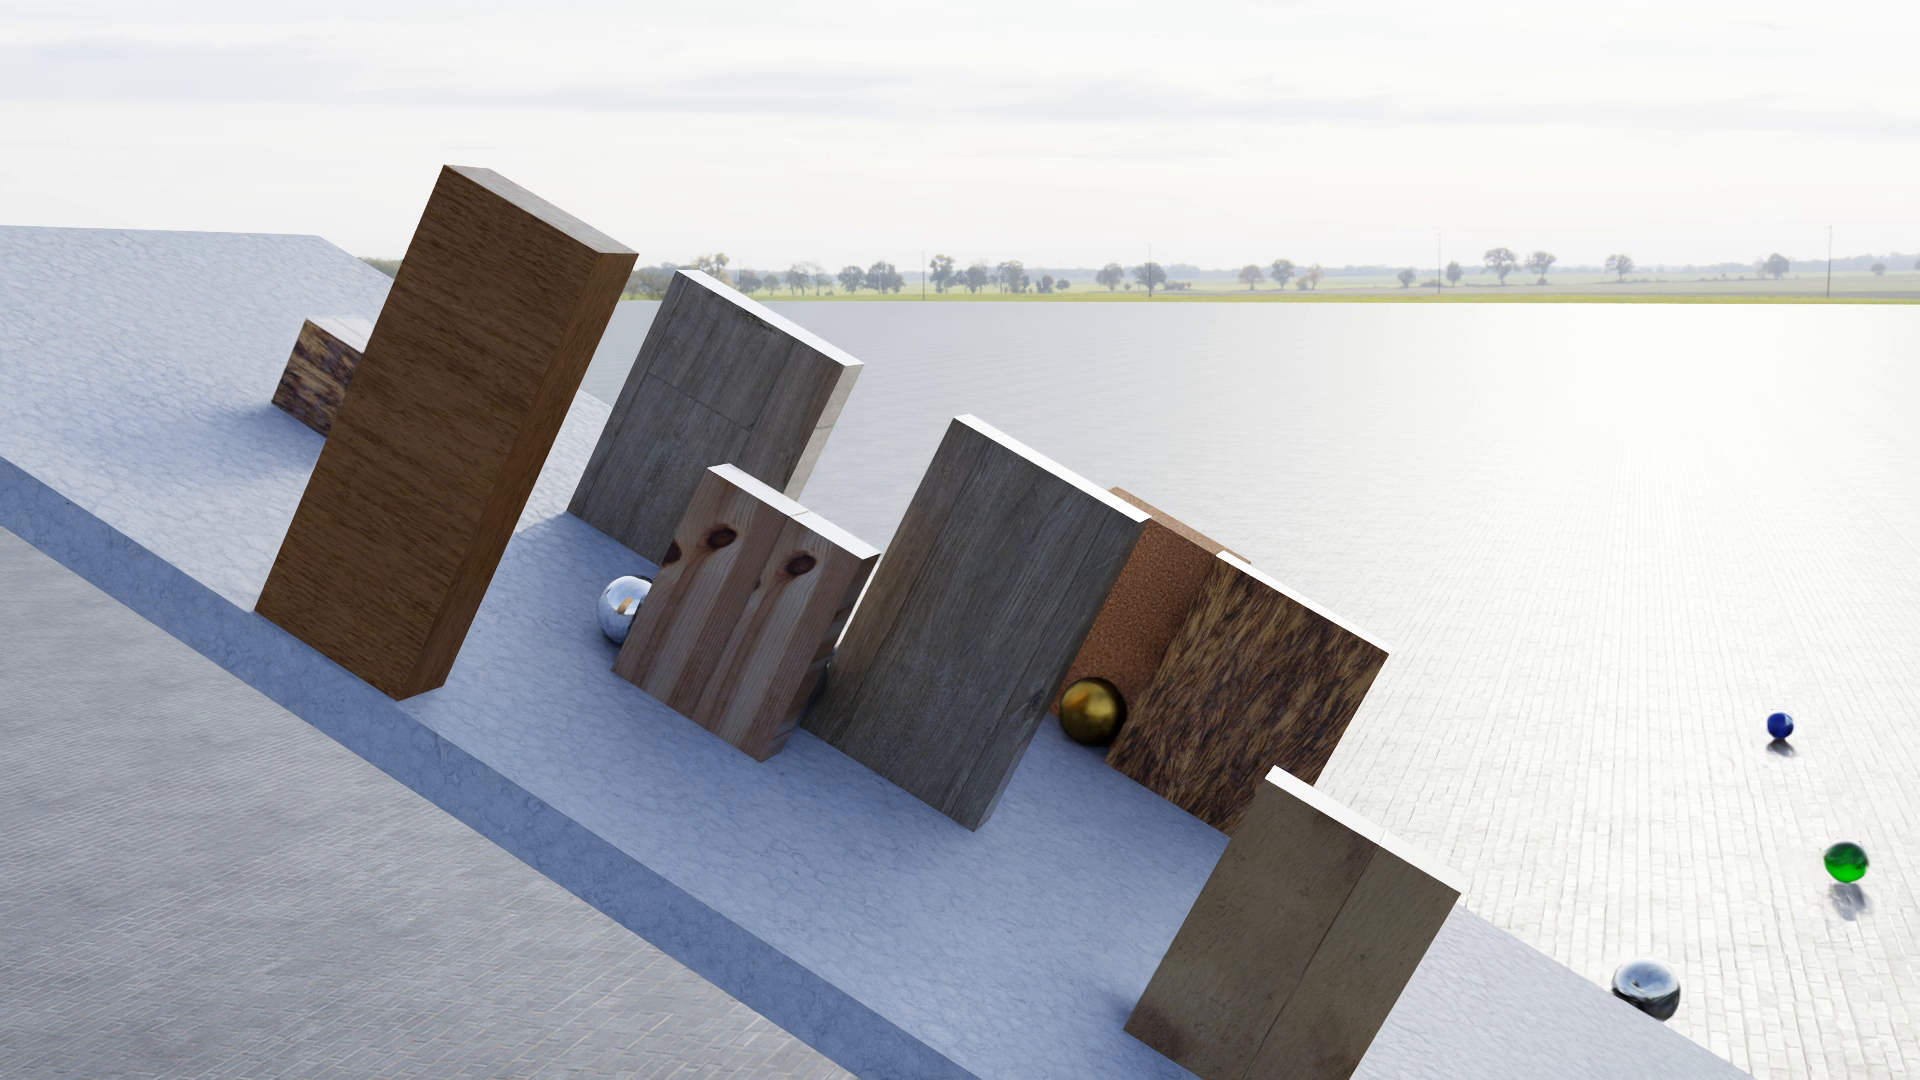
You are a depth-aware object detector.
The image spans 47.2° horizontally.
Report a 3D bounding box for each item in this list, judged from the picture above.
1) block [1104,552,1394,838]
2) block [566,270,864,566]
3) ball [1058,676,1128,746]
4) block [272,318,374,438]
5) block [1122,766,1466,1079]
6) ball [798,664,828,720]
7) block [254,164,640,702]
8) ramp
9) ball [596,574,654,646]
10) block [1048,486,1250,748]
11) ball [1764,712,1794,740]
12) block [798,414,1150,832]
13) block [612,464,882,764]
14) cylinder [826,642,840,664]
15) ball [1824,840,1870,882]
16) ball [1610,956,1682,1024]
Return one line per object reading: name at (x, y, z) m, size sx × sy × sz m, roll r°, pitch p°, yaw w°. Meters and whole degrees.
block at (0.591, 0.340, 4.528) m, size 0.398 × 0.500 × 0.083 m, roll 30°, pitch 14°, yaw 12°
block at (-0.493, -0.204, 4.400) m, size 0.396 × 0.545 × 0.112 m, roll 30°, pitch 14°, yaw 12°
ball at (0.280, 0.360, 4.621) m, size 0.146 × 0.146 × 0.146 m, roll 0°, pitch 7°, yaw 0°
block at (-1.176, -0.305, 4.261) m, size 0.182 × 0.182 × 0.182 m, roll 31°, pitch 14°, yaw 15°
block at (0.510, 0.637, 3.381) m, size 0.331 × 0.468 × 0.091 m, roll 30°, pitch 14°, yaw 12°
ball at (-0.321, 0.238, 3.896) m, size 0.174 × 0.174 × 0.174 m, roll 0°, pitch 7°, yaw 0°
block at (-0.773, -0.157, 3.290) m, size 0.275 × 0.750 × 0.133 m, roll 30°, pitch 14°, yaw 12°
ramp at (-0.225, 0.375, 4.149) m, size 4.000 × 0.100 × 2.000 m, roll 30°, pitch 14°, yaw 12°
ball at (-0.580, 0.127, 3.910) m, size 0.131 × 0.131 × 0.131 m, roll 0°, pitch 7°, yaw 0°
block at (0.357, 0.179, 4.721) m, size 0.332 × 0.479 × 0.130 m, roll 30°, pitch 14°, yaw 12°
ball at (3.272, 0.740, 8.778) m, size 0.113 × 0.113 × 0.113 m, roll 0°, pitch 7°, yaw 0°
block at (0.021, 0.147, 3.897) m, size 0.373 × 0.634 × 0.095 m, roll 30°, pitch 14°, yaw 12°
block at (-0.367, 0.123, 3.754) m, size 0.312 × 0.401 × 0.095 m, roll 30°, pitch 14°, yaw 12°
cylinder at (-0.291, 0.231, 4.056) m, size 0.137 × 0.137 × 0.137 m, roll 30°, pitch 14°, yaw 12°
ball at (2.703, 0.980, 6.707) m, size 0.130 × 0.130 × 0.130 m, roll 0°, pitch 7°, yaw 0°
ball at (1.692, 1.114, 5.424) m, size 0.169 × 0.169 × 0.169 m, roll 0°, pitch 7°, yaw 0°
